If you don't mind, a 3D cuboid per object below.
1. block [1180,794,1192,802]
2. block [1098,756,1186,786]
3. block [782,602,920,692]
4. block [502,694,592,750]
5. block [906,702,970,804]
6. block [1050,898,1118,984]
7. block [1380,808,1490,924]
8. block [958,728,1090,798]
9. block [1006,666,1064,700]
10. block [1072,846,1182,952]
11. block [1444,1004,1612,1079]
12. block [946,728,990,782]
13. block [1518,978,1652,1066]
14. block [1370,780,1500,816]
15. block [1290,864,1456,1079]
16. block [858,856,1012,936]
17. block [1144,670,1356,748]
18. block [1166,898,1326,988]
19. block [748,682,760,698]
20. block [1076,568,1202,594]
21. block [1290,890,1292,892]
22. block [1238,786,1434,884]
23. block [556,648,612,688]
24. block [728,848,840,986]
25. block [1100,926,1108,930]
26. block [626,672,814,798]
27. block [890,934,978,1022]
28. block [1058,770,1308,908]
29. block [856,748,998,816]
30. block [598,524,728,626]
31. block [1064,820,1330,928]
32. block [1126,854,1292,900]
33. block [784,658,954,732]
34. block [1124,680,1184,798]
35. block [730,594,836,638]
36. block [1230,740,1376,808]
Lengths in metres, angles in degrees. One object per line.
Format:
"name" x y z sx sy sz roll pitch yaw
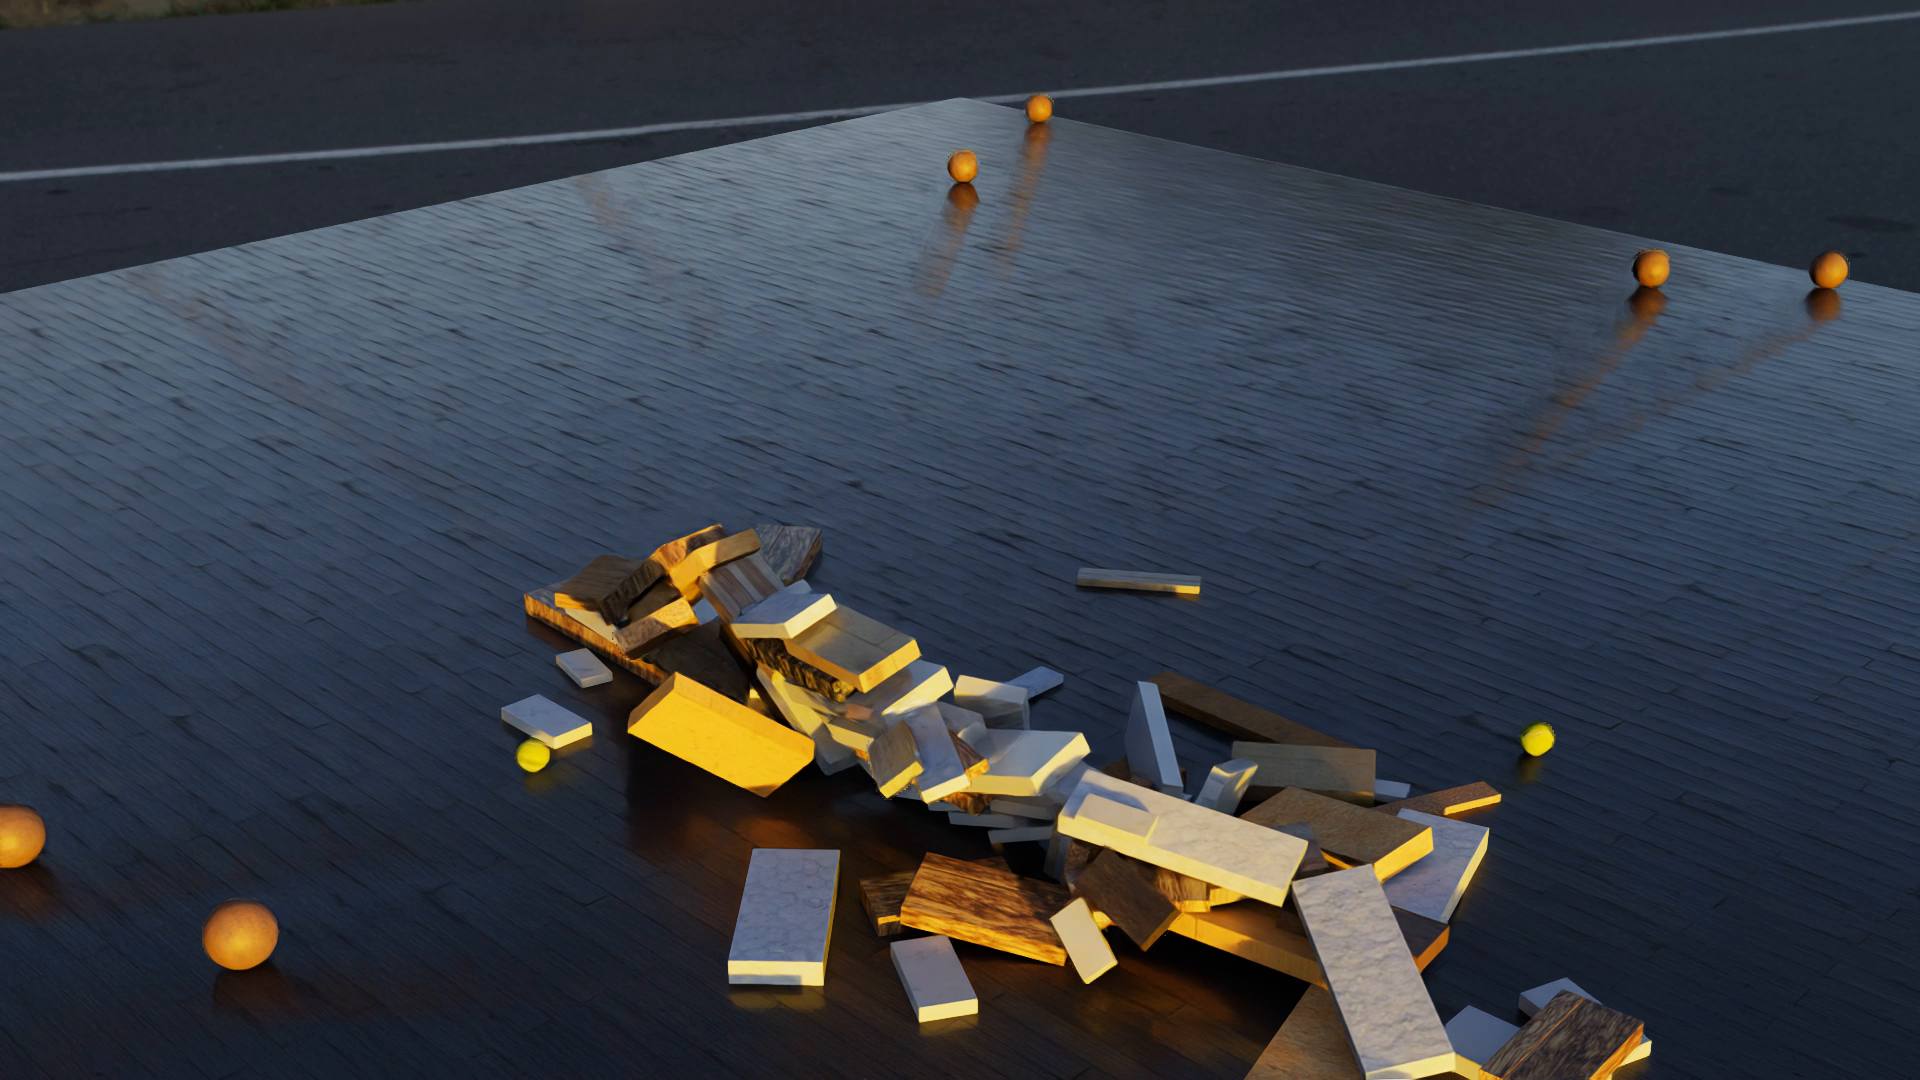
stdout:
"block" 0.419 0.545 4.455 0.061 0.017 0.122 12 26 27
"block" 0.333 0.508 4.518 0.253 0.036 0.126 -20 30 -39
"block" -0.219 0.212 4.386 0.142 0.040 0.283 -33 31 -25
"block" -0.902 0.395 4.795 0.196 0.028 0.098 21 31 40
"block" -0.057 0.397 4.179 0.089 0.025 0.336 -22 23 -3
"block" 0.218 0.704 3.870 0.067 0.019 0.134 -37 56 11
"block" 0.846 0.658 4.146 0.175 0.049 0.499 11 25 24
"block" 0.093 0.426 4.227 0.152 0.043 0.304 -38 21 -34
"block" 0.165 0.324 4.972 0.067 0.019 0.133 21 31 40
"block" 0.294 0.635 3.898 0.093 0.026 0.185 -46 52 -7
"block" 0.928 0.871 3.658 0.268 0.038 0.134 20 30 39
"block" -0.030 0.415 4.205 0.093 0.026 0.185 -29 30 -18
"block" 1.069 0.829 3.769 0.105 0.030 0.210 -11 26 -25
"block" 0.888 0.551 4.439 0.446 0.017 0.061 -10 25 -22
"block" 0.692 0.730 3.718 0.147 0.042 0.443 -13 36 -2
"block" -0.034 0.668 4.135 0.284 0.040 0.142 -7 24 -15
"block" 0.625 0.395 4.794 0.534 0.028 0.098 21 31 40
"block" 0.528 0.693 3.957 0.474 0.044 0.155 16 25 33
"block" -0.428 0.293 4.839 0.076 0.021 0.151 4 32 -10
"block" 0.447 0.101 5.498 0.306 0.019 0.067 4 23 9
"block" 0.512 0.601 4.126 0.253 0.036 0.126 14 12 26
"block" 0.720 0.572 4.263 0.175 0.049 0.349 -23 23 -36
"block" -0.862 0.293 5.043 0.076 0.021 0.151 -13 26 -29
"block" -0.321 0.692 4.069 0.168 0.048 0.383 1 23 2
"block" 0.257 0.674 4.149 0.067 0.019 0.192 4 23 10
"block" -0.478 0.394 4.406 0.336 0.168 0.048 30 39 -26
"block" -0.048 0.775 3.897 0.105 0.030 0.210 -6 24 -14
"block" 0.401 0.536 3.977 0.427 0.040 0.142 17 37 18
"block" -0.044 0.433 4.421 0.318 0.043 0.152 23 46 35
"block" -0.672 0.079 4.972 0.169 0.048 0.338 -24 -10 -42
"block" 0.428 0.610 3.998 0.461 0.038 0.134 -10 32 -4
"block" 0.487 0.625 4.205 0.310 0.044 0.155 20 23 40
"block" -0.189 0.291 4.435 0.169 0.048 0.360 -34 25 -28
"block" 0.384 0.446 4.398 0.040 0.142 0.489 10 19 -5
"block" -0.367 0.157 4.541 0.121 0.034 0.242 -34 16 -29
"block" 0.704 0.483 4.529 0.294 0.042 0.147 3 31 12
